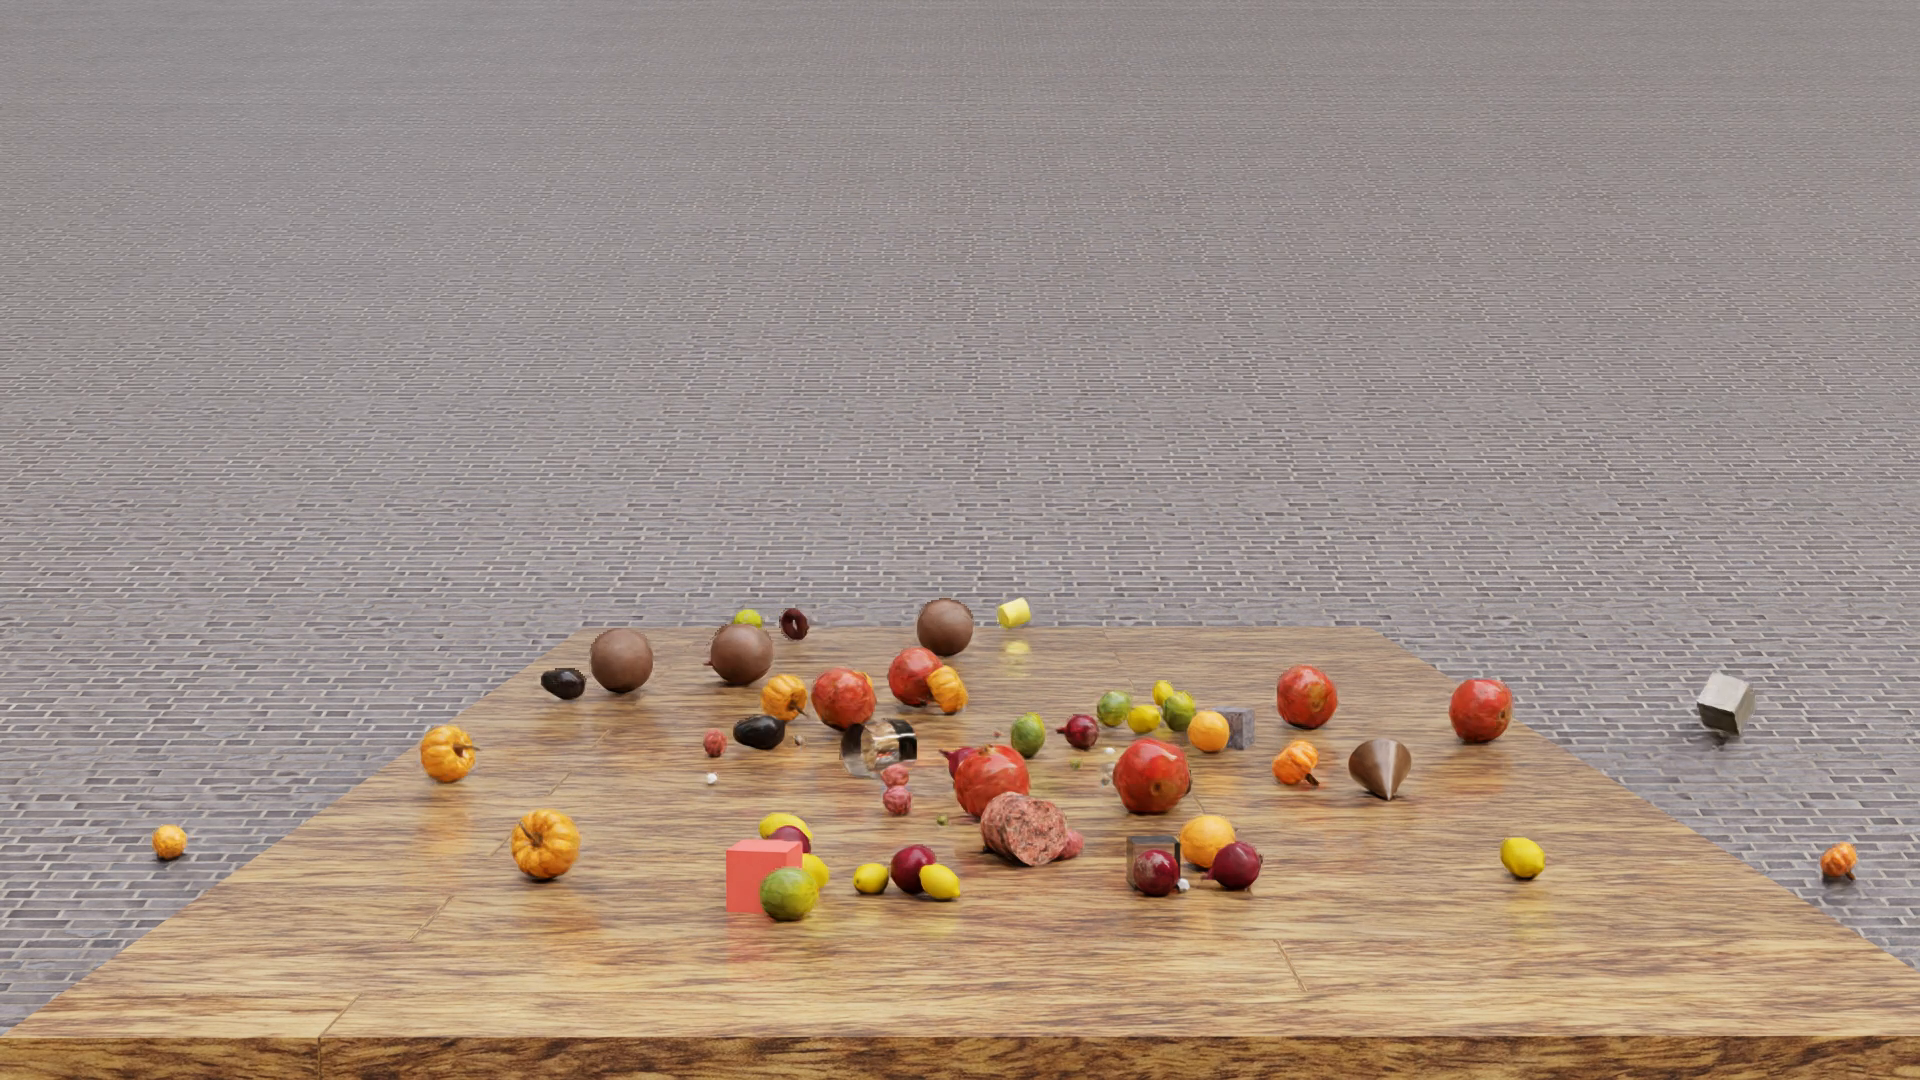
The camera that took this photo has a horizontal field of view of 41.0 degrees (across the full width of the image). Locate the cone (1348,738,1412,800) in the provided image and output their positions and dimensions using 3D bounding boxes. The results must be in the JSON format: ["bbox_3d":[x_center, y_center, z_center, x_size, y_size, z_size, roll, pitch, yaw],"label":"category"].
[{"bbox_3d":[0.654,0.373,3.955,0.098,0.098,0.098,0,30,0],"label":"cone"}]

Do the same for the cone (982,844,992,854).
[{"bbox_3d":[0.049,0.413,3.502,0.061,0.061,0.061,-35,36,-31],"label":"cone"}]

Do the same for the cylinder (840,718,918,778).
[{"bbox_3d":[-0.131,0.338,4.163,0.088,0.088,0.088,-7,19,-42],"label":"cylinder"}]

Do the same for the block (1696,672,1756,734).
[{"bbox_3d":[1.821,0.389,6.098,0.092,0.092,0.092,16,60,37],"label":"block"}]

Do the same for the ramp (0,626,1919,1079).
[{"bbox_3d":[0.045,0.406,4.538,2.000,0.100,4.000,0,4,0],"label":"ramp"}]

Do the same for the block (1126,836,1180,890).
[{"bbox_3d":[0.247,0.412,3.279,0.058,0.058,0.058,-1,4,-7],"label":"block"}]

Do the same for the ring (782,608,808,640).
[{"bbox_3d":[-0.398,0.203,6.172,0.077,0.077,0.026,15,23,37],"label":"ring"}]

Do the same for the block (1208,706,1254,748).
[{"bbox_3d":[0.474,0.327,4.486,0.064,0.064,0.064,2,4,24],"label":"block"}]

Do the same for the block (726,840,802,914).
[{"bbox_3d":[-0.240,0.413,3.149,0.075,0.075,0.075,1,4,11],"label":"block"}]

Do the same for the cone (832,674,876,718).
[{"bbox_3d":[-0.221,0.314,4.875,0.088,0.088,0.088,12,36,31],"label":"cone"}]
